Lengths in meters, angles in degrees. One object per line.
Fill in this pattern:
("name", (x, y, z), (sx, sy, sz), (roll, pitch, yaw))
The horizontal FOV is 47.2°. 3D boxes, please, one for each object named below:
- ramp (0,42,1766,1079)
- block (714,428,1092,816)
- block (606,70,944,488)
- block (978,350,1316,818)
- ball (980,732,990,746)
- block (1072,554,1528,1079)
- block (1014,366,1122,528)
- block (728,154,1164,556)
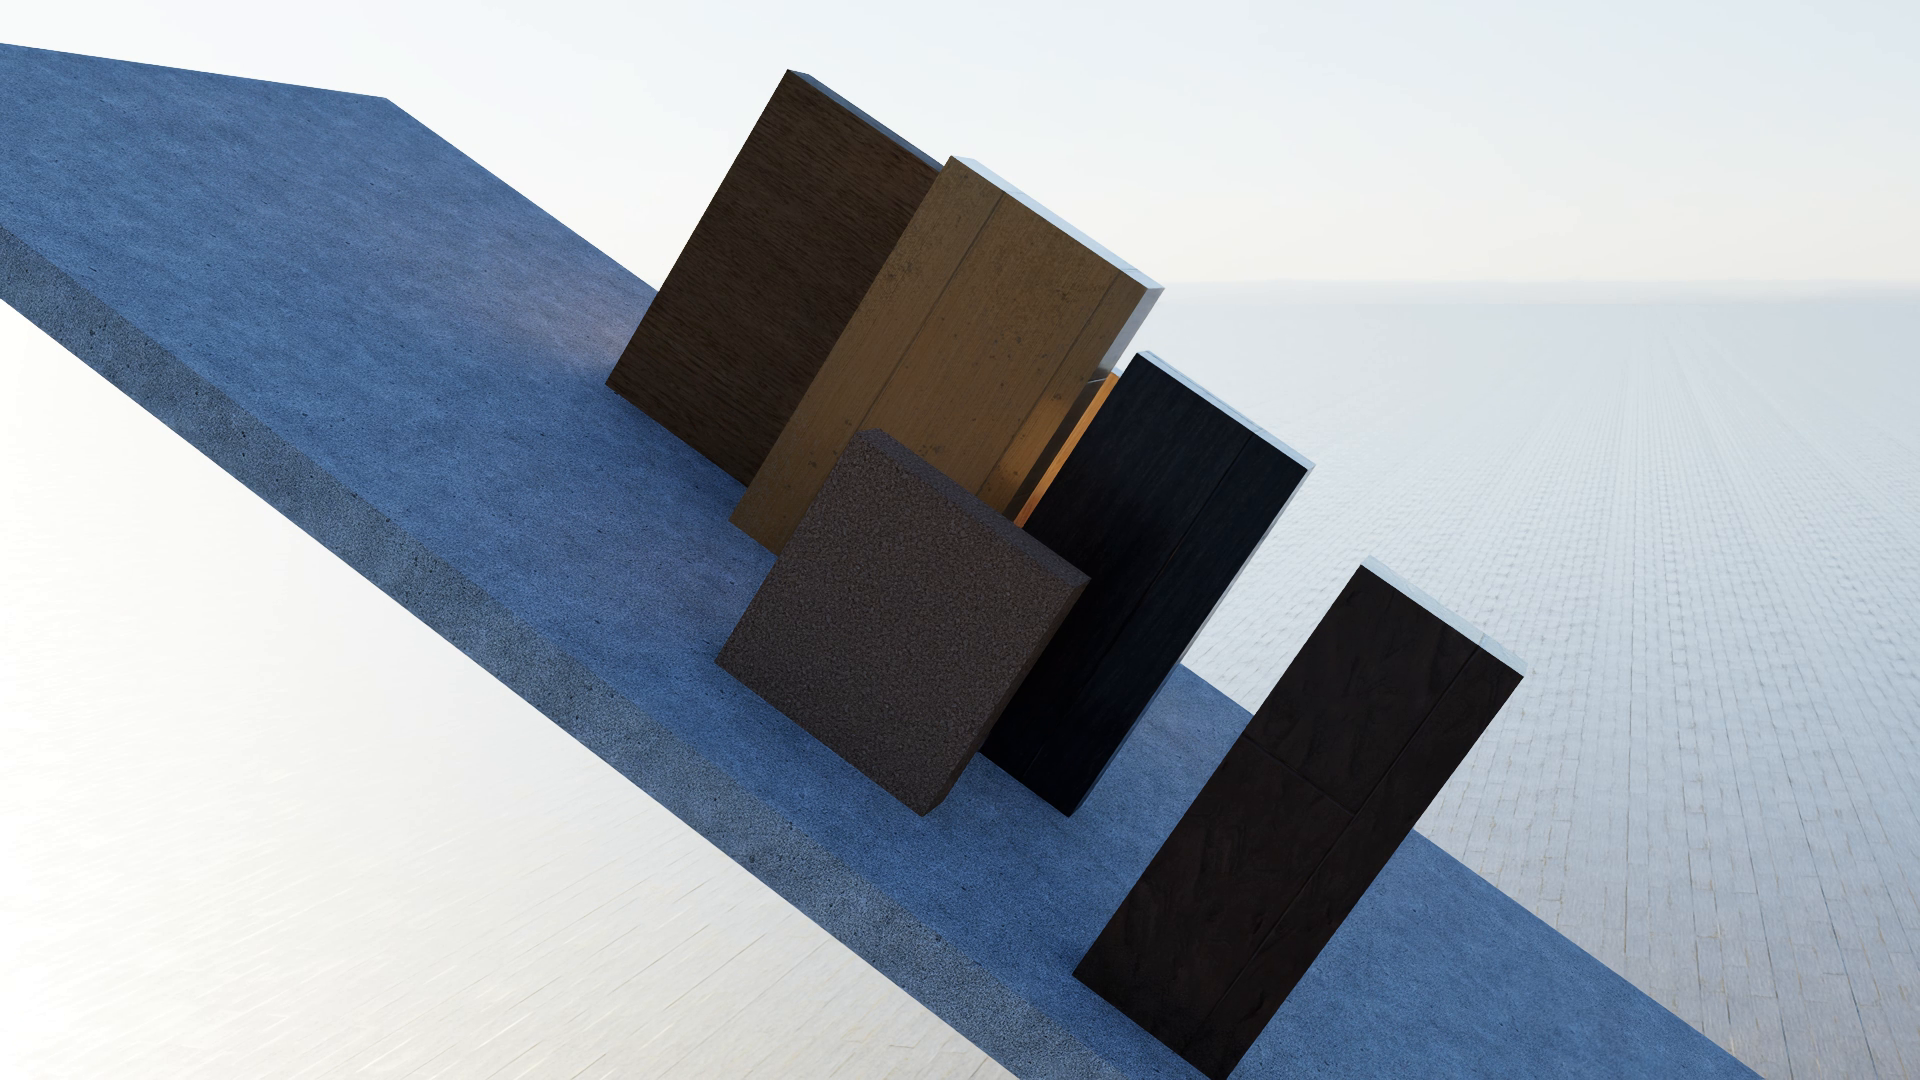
("ramp", (-0.127, 0.214, 4.099), (4.000, 0.100, 2.000), (36, 15, 10))
("block", (-0.093, 0.125, 3.409), (0.410, 0.438, 0.107), (36, 15, 10))
("block", (-0.321, -0.482, 4.298), (0.449, 0.724, 0.116), (36, 15, 10))
("block", (0.251, 0.076, 3.710), (0.339, 0.720, 0.096), (36, 15, 10))
("ball", (-0.020, 0.288, 3.604), (0.149, 0.149, 0.149), (0, 7, 0))
("block", (0.475, 0.400, 3.118), (0.263, 0.735, 0.109), (36, 15, 10))
("block", (0.224, -0.093, 4.536), (0.424, 0.538, 0.082), (36, 15, 10))
("block", (-0.031, -0.244, 4.007), (0.426, 0.791, 0.147), (36, 15, 10))
